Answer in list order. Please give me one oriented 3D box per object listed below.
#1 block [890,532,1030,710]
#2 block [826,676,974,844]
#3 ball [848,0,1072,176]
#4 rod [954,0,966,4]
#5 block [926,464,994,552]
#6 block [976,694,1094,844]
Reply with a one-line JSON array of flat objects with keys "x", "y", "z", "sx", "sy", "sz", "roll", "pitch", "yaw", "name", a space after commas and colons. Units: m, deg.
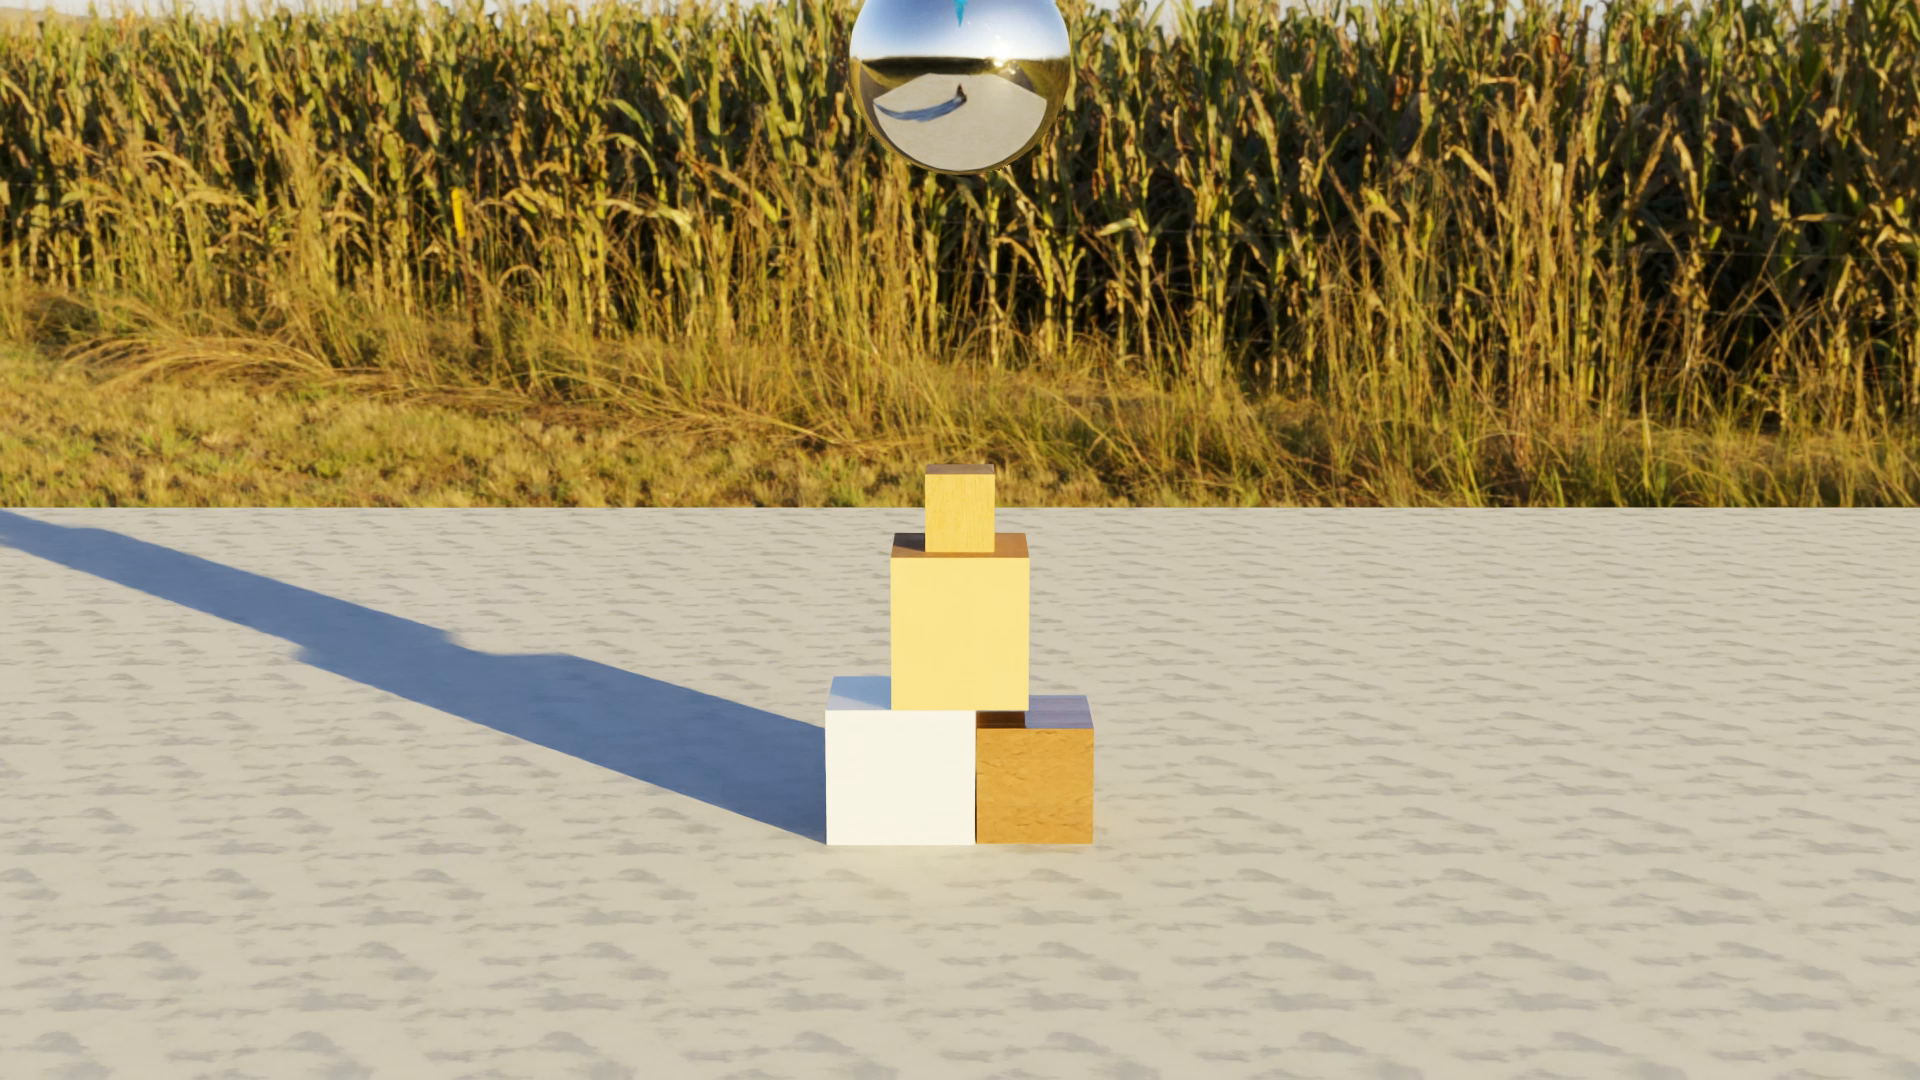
[{"x": 0.000, "y": 0.406, "z": 11.265, "sx": 0.684, "sy": 0.774, "sz": 0.707, "roll": 0, "pitch": 10, "yaw": 0, "name": "block"}, {"x": -0.299, "y": 1.131, "z": 11.393, "sx": 0.745, "sy": 0.698, "sz": 0.718, "roll": 0, "pitch": 10, "yaw": 0, "name": "block"}, {"x": 0.000, "y": -3.428, "z": 15.796, "sx": 1.600, "sy": 1.600, "sz": 1.600, "roll": 0, "pitch": 10, "yaw": 0, "name": "ball"}, {"x": 0.000, "y": -4.617, "z": 12.611, "sx": 0.080, "sy": 0.080, "sz": 5.200, "roll": 0, "pitch": -20, "yaw": 0, "name": "rod"}, {"x": 0.000, "y": -0.166, "z": 11.155, "sx": 0.345, "sy": 0.390, "sz": 0.364, "roll": 0, "pitch": 10, "yaw": 0, "name": "block"}, {"x": 0.378, "y": 1.180, "z": 11.402, "sx": 0.587, "sy": 0.600, "sz": 0.682, "roll": 0, "pitch": 10, "yaw": 0, "name": "block"}]
